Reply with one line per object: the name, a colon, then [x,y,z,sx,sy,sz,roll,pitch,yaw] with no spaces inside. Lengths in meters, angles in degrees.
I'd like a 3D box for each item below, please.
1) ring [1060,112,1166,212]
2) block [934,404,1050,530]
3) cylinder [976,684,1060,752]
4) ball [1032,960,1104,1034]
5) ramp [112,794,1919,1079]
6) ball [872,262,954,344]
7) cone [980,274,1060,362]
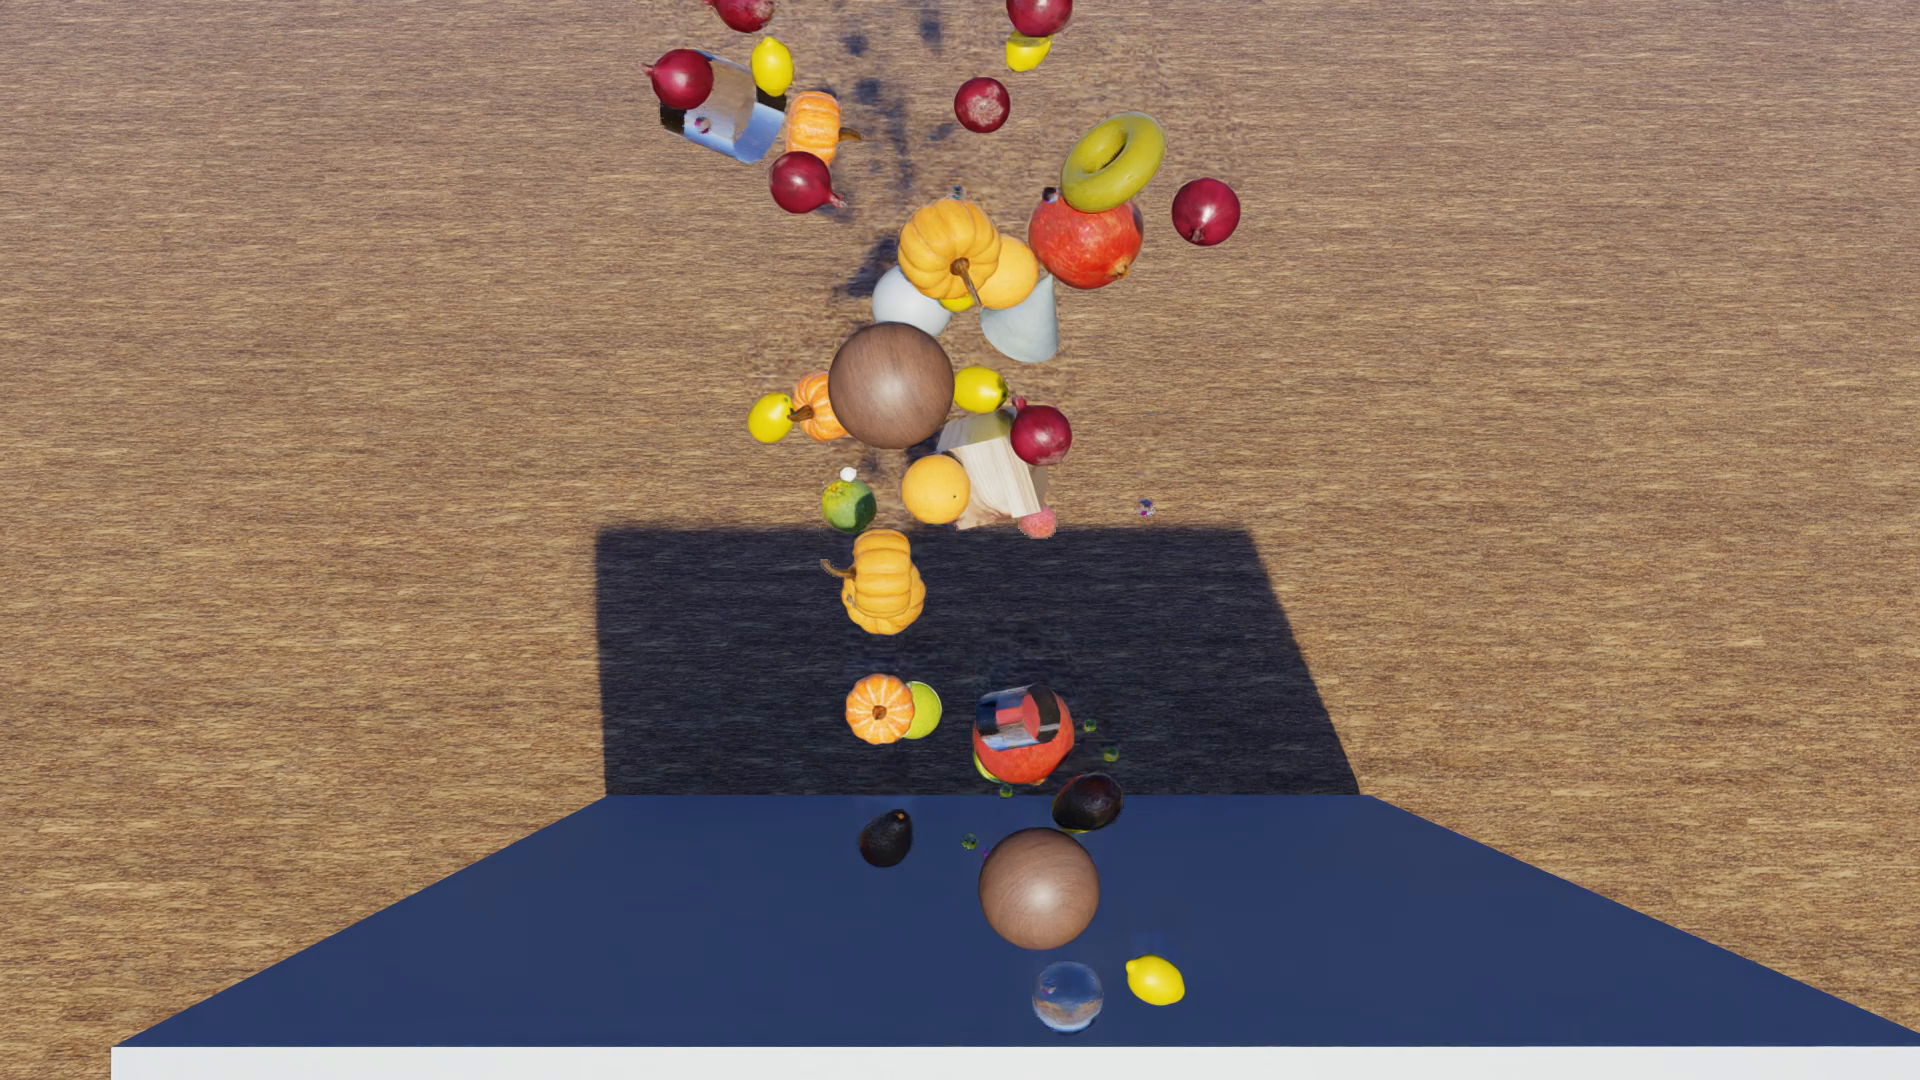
ring: [0.148,-0.368,2.526,0.117,0.039,0.117,-28,37,24]
block: [0.035,-0.079,2.793,0.091,0.091,0.091,-13,21,13]
cylinder: [0.058,0.178,2.599,0.060,0.060,0.060,-14,22,38]
ball: [0.121,0.513,2.917,0.081,0.081,0.081,0,35,0]
ramp: [0.077,0.661,4.822,2.000,0.100,4.000,0,-2,0]
ball: [-0.049,-0.246,2.694,0.085,0.085,0.085,0,35,0]
cone: [0.077,-0.240,2.615,0.087,0.087,0.087,13,50,-16]
